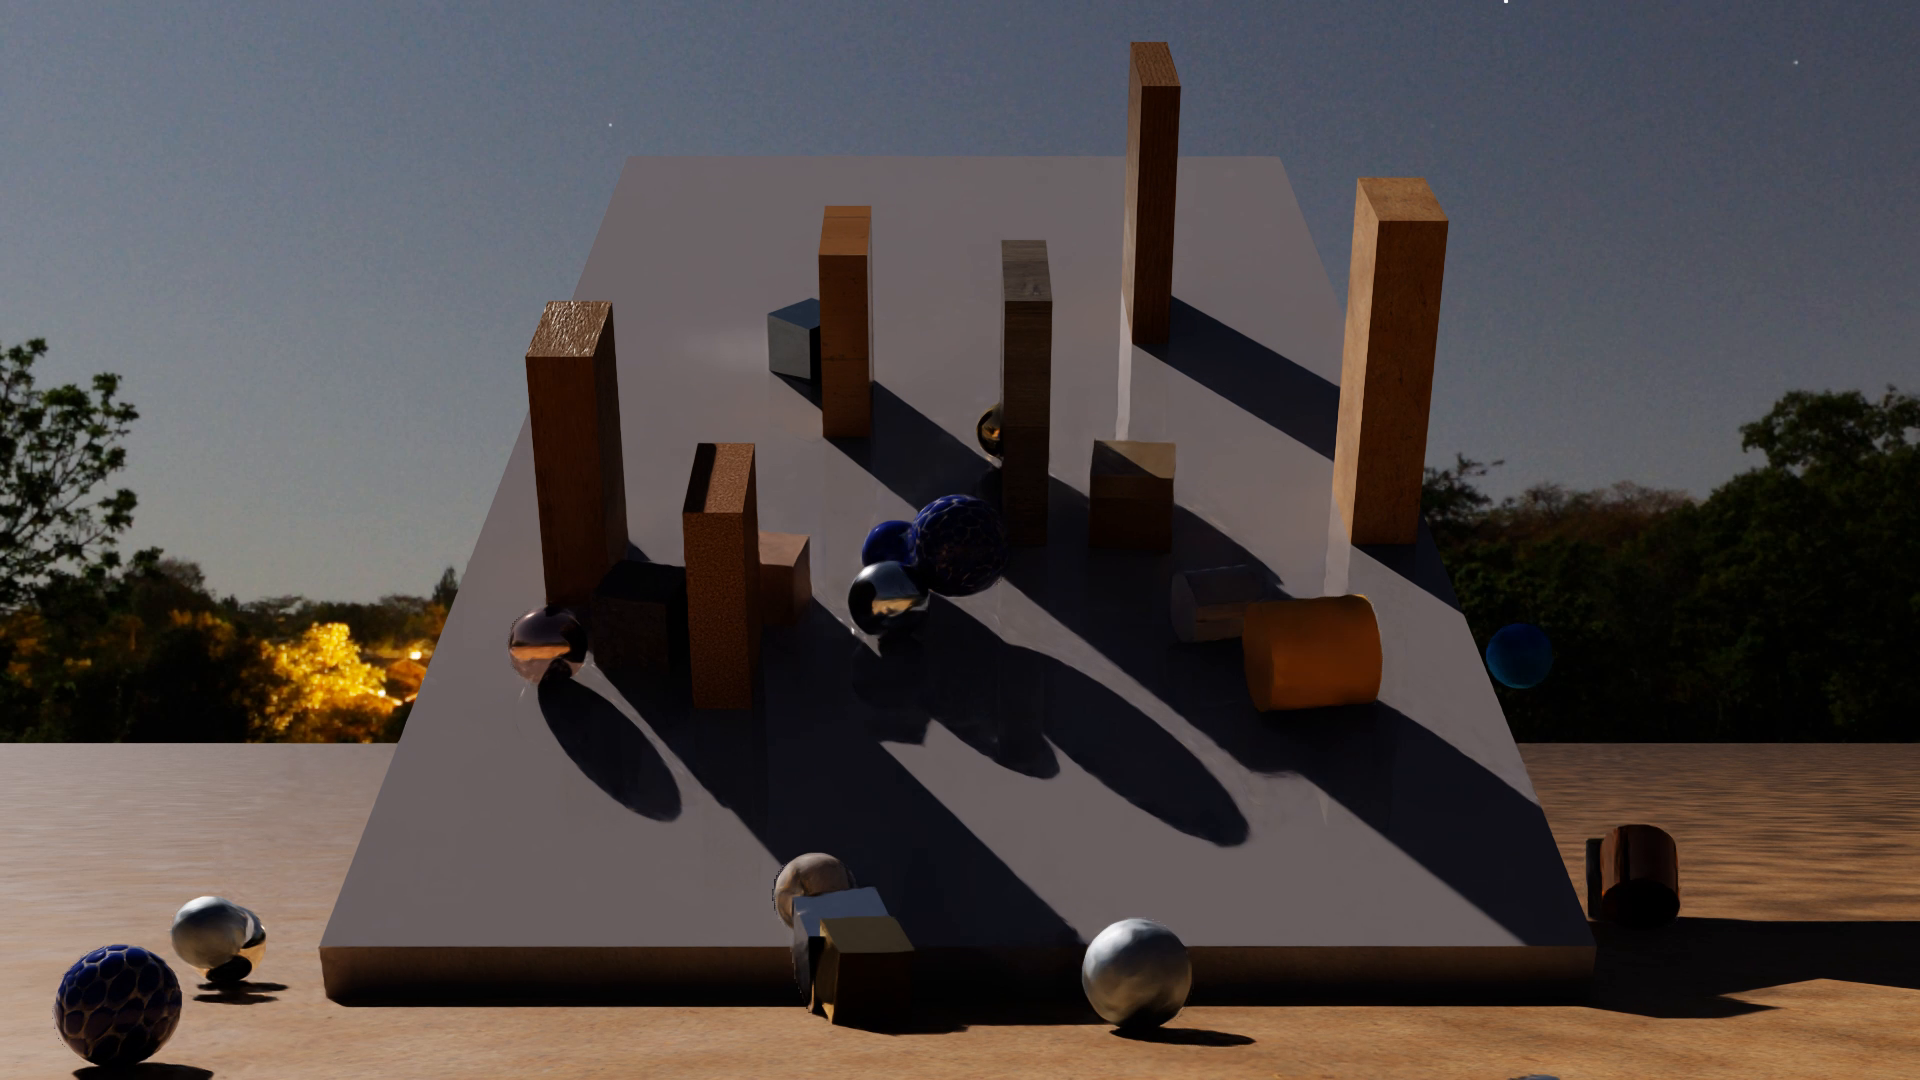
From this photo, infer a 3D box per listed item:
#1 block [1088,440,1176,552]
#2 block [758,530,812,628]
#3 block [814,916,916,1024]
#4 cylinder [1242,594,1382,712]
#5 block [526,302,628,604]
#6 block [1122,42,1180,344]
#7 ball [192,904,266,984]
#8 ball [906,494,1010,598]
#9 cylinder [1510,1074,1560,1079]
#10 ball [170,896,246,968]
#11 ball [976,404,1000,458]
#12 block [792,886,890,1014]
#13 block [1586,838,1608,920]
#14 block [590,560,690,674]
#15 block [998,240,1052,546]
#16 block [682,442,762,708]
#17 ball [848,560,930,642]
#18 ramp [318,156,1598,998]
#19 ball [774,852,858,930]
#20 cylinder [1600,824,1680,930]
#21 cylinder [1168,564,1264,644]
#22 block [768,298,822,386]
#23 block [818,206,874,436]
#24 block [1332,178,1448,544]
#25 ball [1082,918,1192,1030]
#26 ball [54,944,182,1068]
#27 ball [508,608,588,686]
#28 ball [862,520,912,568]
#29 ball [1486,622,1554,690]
[{"bbox_3d":[0.360,-0.092,4.953,0.171,0.171,0.171,3,27,5],"label":"block"},{"bbox_3d":[-0.375,0.075,4.660,0.134,0.134,0.134,5,27,9],"label":"block"},{"bbox_3d":[-0.141,0.627,3.458,0.113,0.113,0.113,2,17,-18],"label":"block"},{"bbox_3d":[0.641,0.207,4.331,0.201,0.201,0.201,-4,-4,-8],"label":"cylinder"},{"bbox_3d":[-0.757,-0.174,4.712,0.127,0.530,0.288,0,27,0],"label":"block"},{"bbox_3d":[0.476,-0.874,5.952,0.093,0.658,0.394,0,27,0],"label":"block"},{"bbox_3d":[-1.232,0.678,3.979,0.132,0.132,0.132,0,-5,0],"label":"ball"},{"bbox_3d":[-0.003,0.012,4.612,0.202,0.202,0.202,0,-5,0],"label":"ball"},{"bbox_3d":[0.273,0.419,1.376,0.186,0.186,0.186,-6,-3,-15],"label":"cylinder"},{"bbox_3d":[-1.216,0.635,3.835,0.117,0.117,0.117,0,-5,0],"label":"ball"},{"bbox_3d":[0.100,-0.243,5.272,0.126,0.126,0.126,0,-5,0],"label":"ball"},{"bbox_3d":[-0.175,0.618,3.580,0.129,0.129,0.129,-6,20,-14],"label":"block"},{"bbox_3d":[1.530,0.777,5.435,0.174,0.174,0.174,-1,-5,17],"label":"block"},{"bbox_3d":[-0.600,0.145,4.504,0.150,0.150,0.150,7,28,13],"label":"block"},{"bbox_3d":[0.134,-0.310,4.968,0.094,0.545,0.355,0,27,0],"label":"block"},{"bbox_3d":[-0.436,0.064,4.388,0.106,0.401,0.294,0,27,0],"label":"block"},{"bbox_3d":[-0.137,0.116,4.558,0.156,0.156,0.156,0,-5,0],"label":"ball"},{"bbox_3d":[-0.011,-0.227,5.513,2.000,0.100,4.000,0,27,0],"label":"ramp"},{"bbox_3d":[-0.223,0.551,3.685,0.130,0.130,0.130,0,-5,0],"label":"ball"},{"bbox_3d":[1.445,0.717,5.042,0.158,0.158,0.158,-1,39,15],"label":"cylinder"},{"bbox_3d":[0.491,0.123,4.556,0.138,0.138,0.138,-6,-3,-17],"label":"cylinder"},{"bbox_3d":[-0.360,-0.479,5.735,0.147,0.147,0.147,23,35,38],"label":"block"},{"bbox_3d":[-0.260,-0.507,5.468,0.107,0.439,0.333,0,27,0],"label":"block"},{"bbox_3d":[0.884,-0.368,4.905,0.137,0.708,0.267,0,27,0],"label":"block"},{"bbox_3d":[0.250,0.613,3.343,0.155,0.155,0.155,0,-5,0],"label":"ball"},{"bbox_3d":[-1.056,0.584,2.975,0.151,0.151,0.151,0,-5,0],"label":"ball"},{"bbox_3d":[-0.766,0.197,4.406,0.145,0.145,0.145,0,-5,0],"label":"ball"},{"bbox_3d":[-0.128,0.029,4.745,0.140,0.140,0.140,0,-5,0],"label":"ball"},{"bbox_3d":[1.214,0.252,5.142,0.144,0.144,0.144,0,-5,0],"label":"ball"}]
